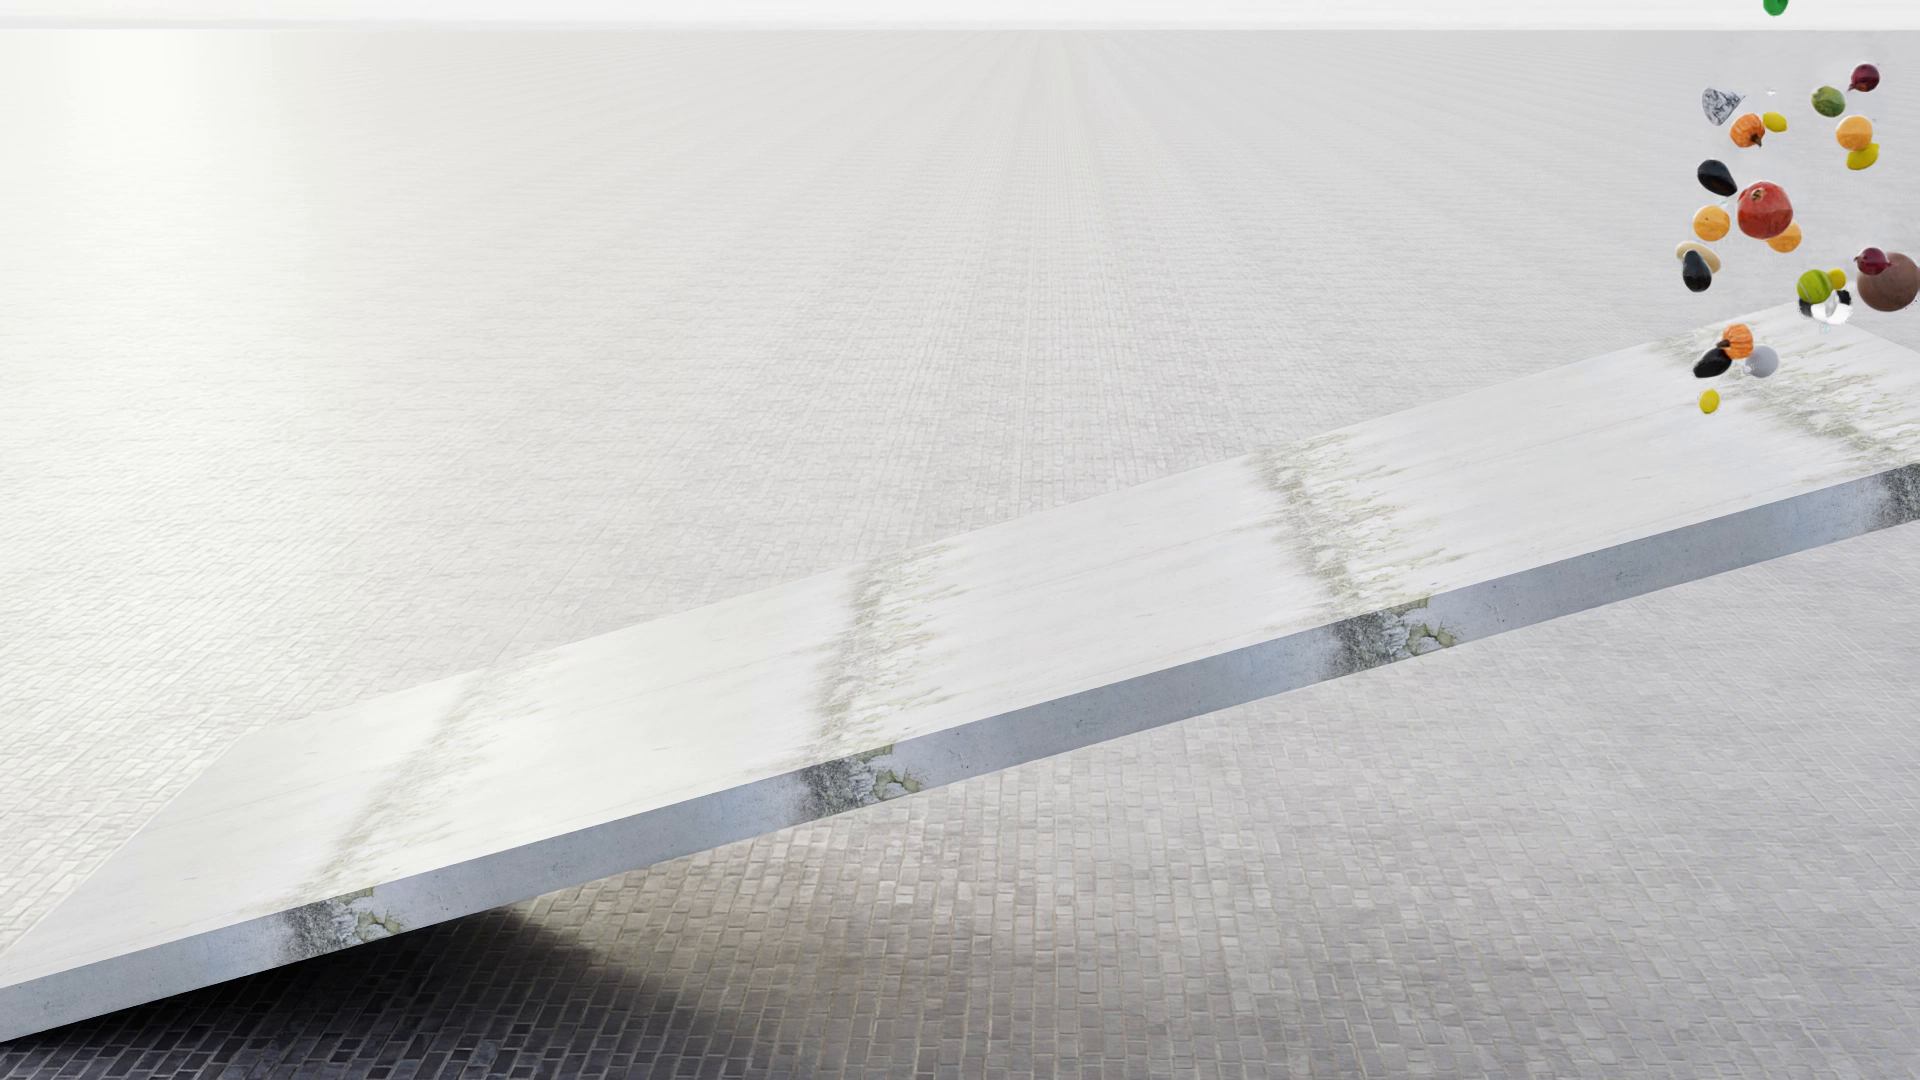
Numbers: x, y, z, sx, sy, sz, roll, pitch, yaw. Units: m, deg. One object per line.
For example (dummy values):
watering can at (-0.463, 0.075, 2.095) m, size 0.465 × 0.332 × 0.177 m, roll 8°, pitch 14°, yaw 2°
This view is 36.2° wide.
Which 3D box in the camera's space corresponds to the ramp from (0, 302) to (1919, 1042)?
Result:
ramp at (0.088, 0.188, 6.322) m, size 4.000 × 0.100 × 2.000 m, roll -16°, pitch 10°, yaw 5°

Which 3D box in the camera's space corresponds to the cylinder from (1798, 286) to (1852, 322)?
cylinder at (1.813, -0.496, 6.163) m, size 0.076 × 0.076 × 0.076 m, roll -6°, pitch 8°, yaw -31°

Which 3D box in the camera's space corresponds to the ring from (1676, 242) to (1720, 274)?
ring at (1.578, -0.603, 6.288) m, size 0.101 × 0.034 × 0.101 m, roll 29°, pitch -10°, yaw 6°

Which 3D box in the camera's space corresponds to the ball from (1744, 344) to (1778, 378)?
ball at (1.688, -0.376, 6.196) m, size 0.070 × 0.070 × 0.070 m, roll 0°, pitch 11°, yaw 0°

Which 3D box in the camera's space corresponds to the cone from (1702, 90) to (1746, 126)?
cone at (1.512, -0.862, 5.775) m, size 0.077 × 0.077 × 0.077 m, roll -26°, pitch 15°, yaw -8°

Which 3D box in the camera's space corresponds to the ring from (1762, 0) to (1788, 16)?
ring at (1.717, -1.145, 6.189) m, size 0.029 × 0.087 × 0.087 m, roll 16°, pitch 19°, yaw 42°
